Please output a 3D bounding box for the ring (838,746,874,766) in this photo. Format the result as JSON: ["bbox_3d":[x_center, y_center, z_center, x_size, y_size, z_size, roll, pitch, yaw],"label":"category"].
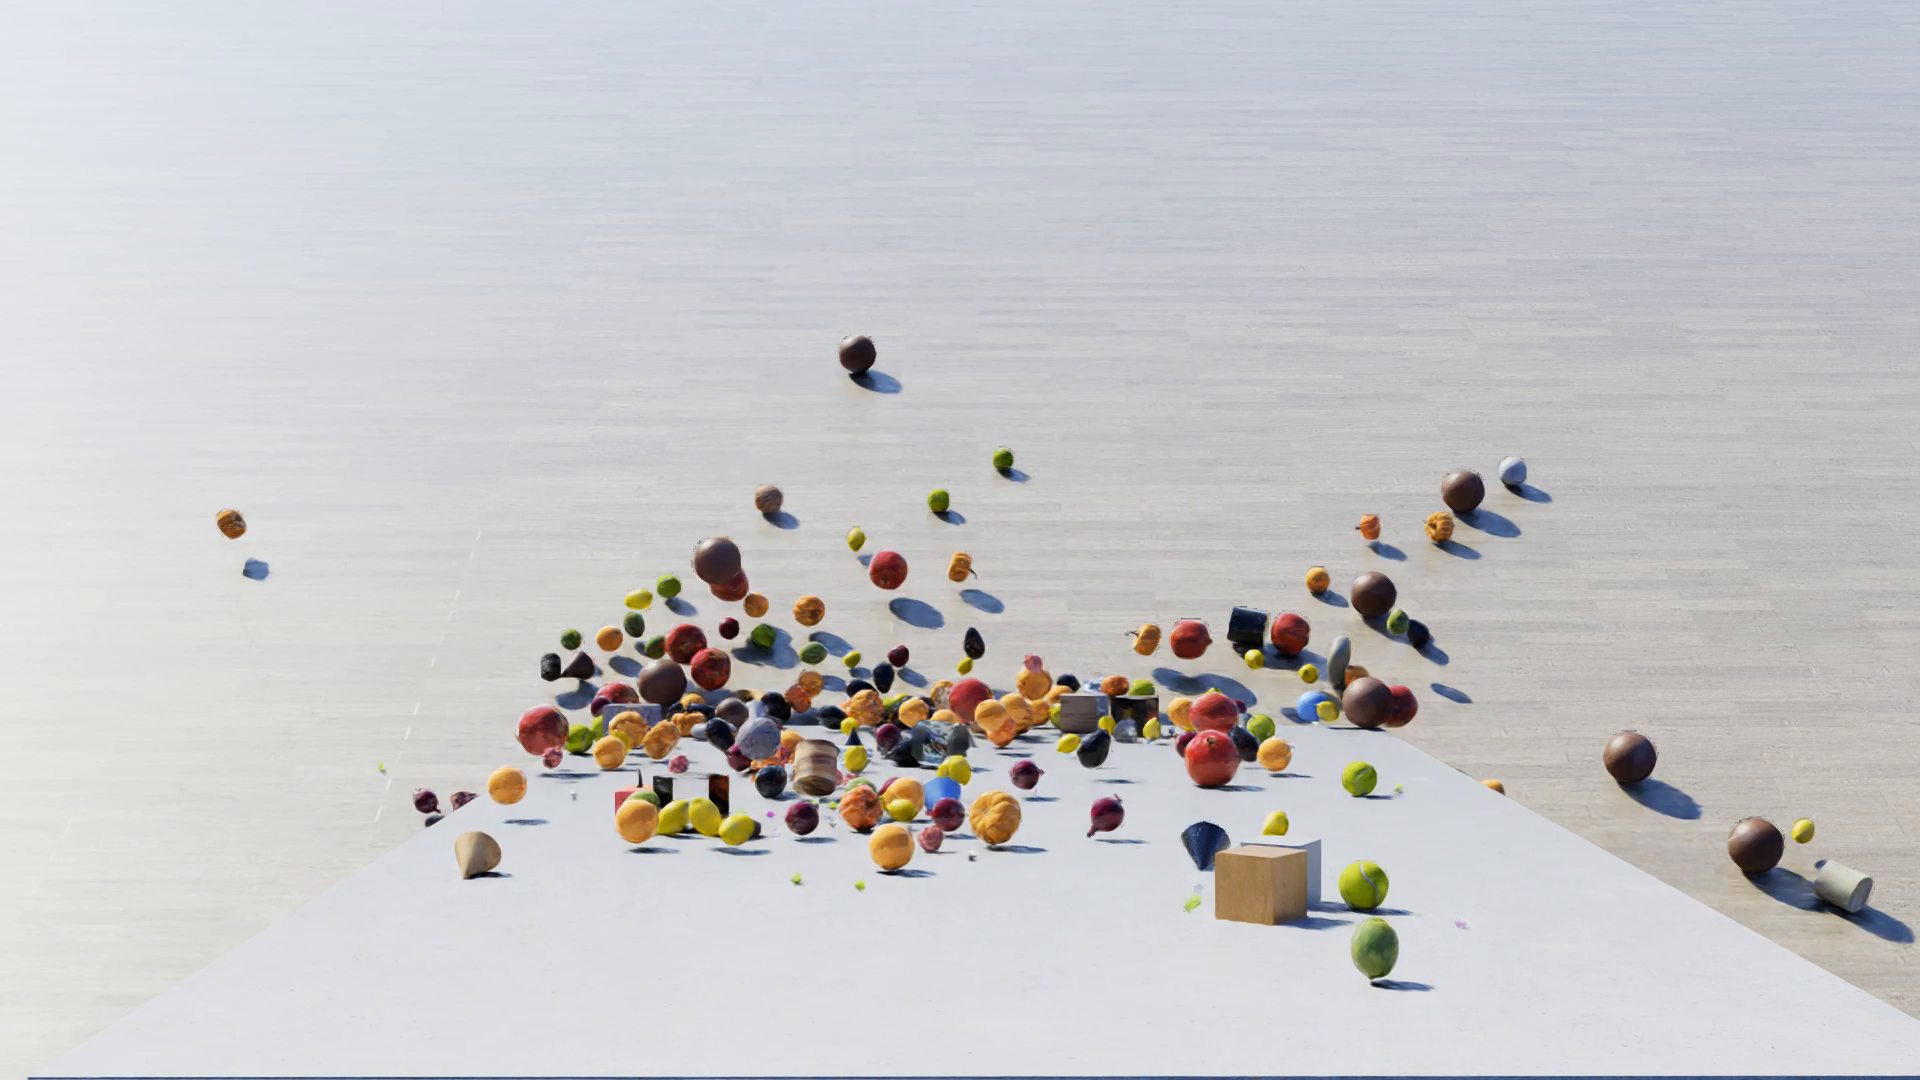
[{"bbox_3d":[-0.246,0.471,5.650,0.113,0.038,0.113,-1,0,0],"label":"ring"}]

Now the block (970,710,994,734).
[{"bbox_3d":[0.054,0.451,6.391,0.052,0.052,0.052,0,1,8],"label":"block"}]

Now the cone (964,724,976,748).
[{"bbox_3d":[0.011,0.455,6.031,0.057,0.057,0.057,0,1,0],"label":"cone"}]

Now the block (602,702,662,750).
[{"bbox_3d":[-0.768,0.434,6.044,0.098,0.098,0.098,1,1,34],"label":"block"}]

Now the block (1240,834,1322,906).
[{"bbox_3d":[0.460,0.475,3.702,0.090,0.090,0.090,0,1,28],"label":"block"}]

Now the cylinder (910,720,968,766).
[{"bbox_3d":[-0.044,0.436,5.554,0.092,0.092,0.092,6,27,30],"label":"cylinder"}]

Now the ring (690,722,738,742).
[{"bbox_3d":[-0.591,0.462,6.213,0.114,0.038,0.114,1,1,0],"label":"ring"}]

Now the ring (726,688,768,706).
[{"bbox_3d":[-0.565,0.431,6.828,0.117,0.039,0.117,-1,25,1],"label":"ring"}]

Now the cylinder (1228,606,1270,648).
[{"bbox_3d":[0.796,0.240,7.123,0.097,0.097,0.097,11,29,13],"label":"cylinder"}]

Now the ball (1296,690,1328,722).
[{"bbox_3d":[0.916,0.434,6.716,0.083,0.083,0.083,0,27,0],"label":"ball"}]

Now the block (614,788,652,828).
[{"bbox_3d":[-0.574,0.475,4.595,0.062,0.062,0.062,0,1,15],"label":"block"}]

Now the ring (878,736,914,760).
[{"bbox_3d":[-0.117,0.465,5.782,0.139,0.046,0.139,-1,1,0],"label":"ring"}]

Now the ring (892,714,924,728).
[{"bbox_3d":[-0.132,0.459,6.547,0.080,0.027,0.080,-8,0,0],"label":"ring"}]

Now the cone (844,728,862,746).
[{"bbox_3d":[-0.243,0.455,5.884,0.061,0.061,0.061,0,1,0],"label":"cone"}]

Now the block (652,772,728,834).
[{"bbox_3d":[-0.472,0.460,4.528,0.095,0.095,0.095,-1,1,-43],"label":"block"}]

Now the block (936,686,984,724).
[{"bbox_3d":[-0.001,0.428,6.677,0.094,0.094,0.094,1,-2,-26],"label":"block"}]

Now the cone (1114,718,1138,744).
[{"bbox_3d":[0.406,0.467,6.132,0.064,0.064,0.064,-11,31,-20],"label":"cone"}]

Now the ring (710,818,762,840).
[{"bbox_3d":[-0.384,0.495,4.428,0.087,0.029,0.087,1,0,0],"label":"ring"}]

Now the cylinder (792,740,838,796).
[{"bbox_3d":[-0.278,0.440,4.979,0.083,0.083,0.083,1,59,2],"label":"cylinder"}]

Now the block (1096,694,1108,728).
[{"bbox_3d":[0.320,0.434,6.550,0.082,0.082,0.082,1,1,37],"label":"block"}]

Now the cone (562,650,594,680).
[{"bbox_3d":[-1.042,0.351,6.925,0.086,0.086,0.086,17,28,29],"label":"cone"}]

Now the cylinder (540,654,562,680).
[{"bbox_3d":[-1.096,0.340,6.914,0.054,0.054,0.054,-5,57,-10],"label":"cylinder"}]

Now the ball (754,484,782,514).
[{"bbox_3d":[-0.583,-0.125,7.852,0.088,0.088,0.088,0,27,0],"label":"ball"}]

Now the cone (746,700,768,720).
[{"bbox_3d":[-0.533,0.465,6.708,0.072,0.072,0.072,-2,20,-3],"label":"cone"}]

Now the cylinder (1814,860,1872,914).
[{"bbox_3d":[2.064,0.809,6.035,0.093,0.093,0.093,-21,33,-35],"label":"cylinder"}]

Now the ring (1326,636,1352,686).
[{"bbox_3d":[1.017,0.323,6.926,0.047,0.140,0.140,10,29,15],"label":"ring"}]

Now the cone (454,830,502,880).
[{"bbox_3d":[-0.753,0.500,3.971,0.075,0.075,0.075,4,28,7],"label":"cone"}]

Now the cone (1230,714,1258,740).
[{"bbox_3d":[0.686,0.464,6.239,0.067,0.067,0.067,3,28,6],"label":"cone"}]

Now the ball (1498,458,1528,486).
[{"bbox_3d":[1.716,-0.211,8.016,0.090,0.090,0.090,0,27,0],"label":"ball"}]

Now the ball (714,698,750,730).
[{"bbox_3d":[-0.567,0.435,6.416,0.086,0.086,0.086,0,27,0],"label":"ball"}]

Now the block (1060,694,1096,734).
[{"bbox_3d":[0.295,0.431,6.431,0.090,0.090,0.090,0,1,3],"label":"block"}]

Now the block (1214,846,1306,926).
[{"bbox_3d":[0.416,0.476,3.570,0.092,0.092,0.092,1,1,38],"label":"block"}]

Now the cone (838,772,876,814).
[{"bbox_3d":[-0.191,0.467,4.780,0.072,0.072,0.072,0,1,0],"label":"cone"}]

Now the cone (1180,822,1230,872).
[{"bbox_3d":[0.380,0.497,4.041,0.080,0.080,0.080,5,29,9],"label":"cone"}]

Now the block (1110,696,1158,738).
[{"bbox_3d":[0.428,0.432,6.324,0.093,0.093,0.093,0,1,21],"label":"block"}]

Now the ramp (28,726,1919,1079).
[{"bbox_3d":[0.062,0.556,4.594,2.000,0.100,4.000,0,1,0],"label":"ramp"}]

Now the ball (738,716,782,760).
[{"bbox_3d":[-0.371,0.367,4.767,0.081,0.081,0.081,0,27,0],"label":"ball"}]

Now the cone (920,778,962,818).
[{"bbox_3d":[-0.029,0.487,4.722,0.077,0.077,0.077,-4,28,-7],"label":"cone"}]

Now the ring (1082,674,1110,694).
[{"bbox_3d":[0.364,0.385,6.931,0.076,0.025,0.076,-5,29,3],"label":"ring"}]
